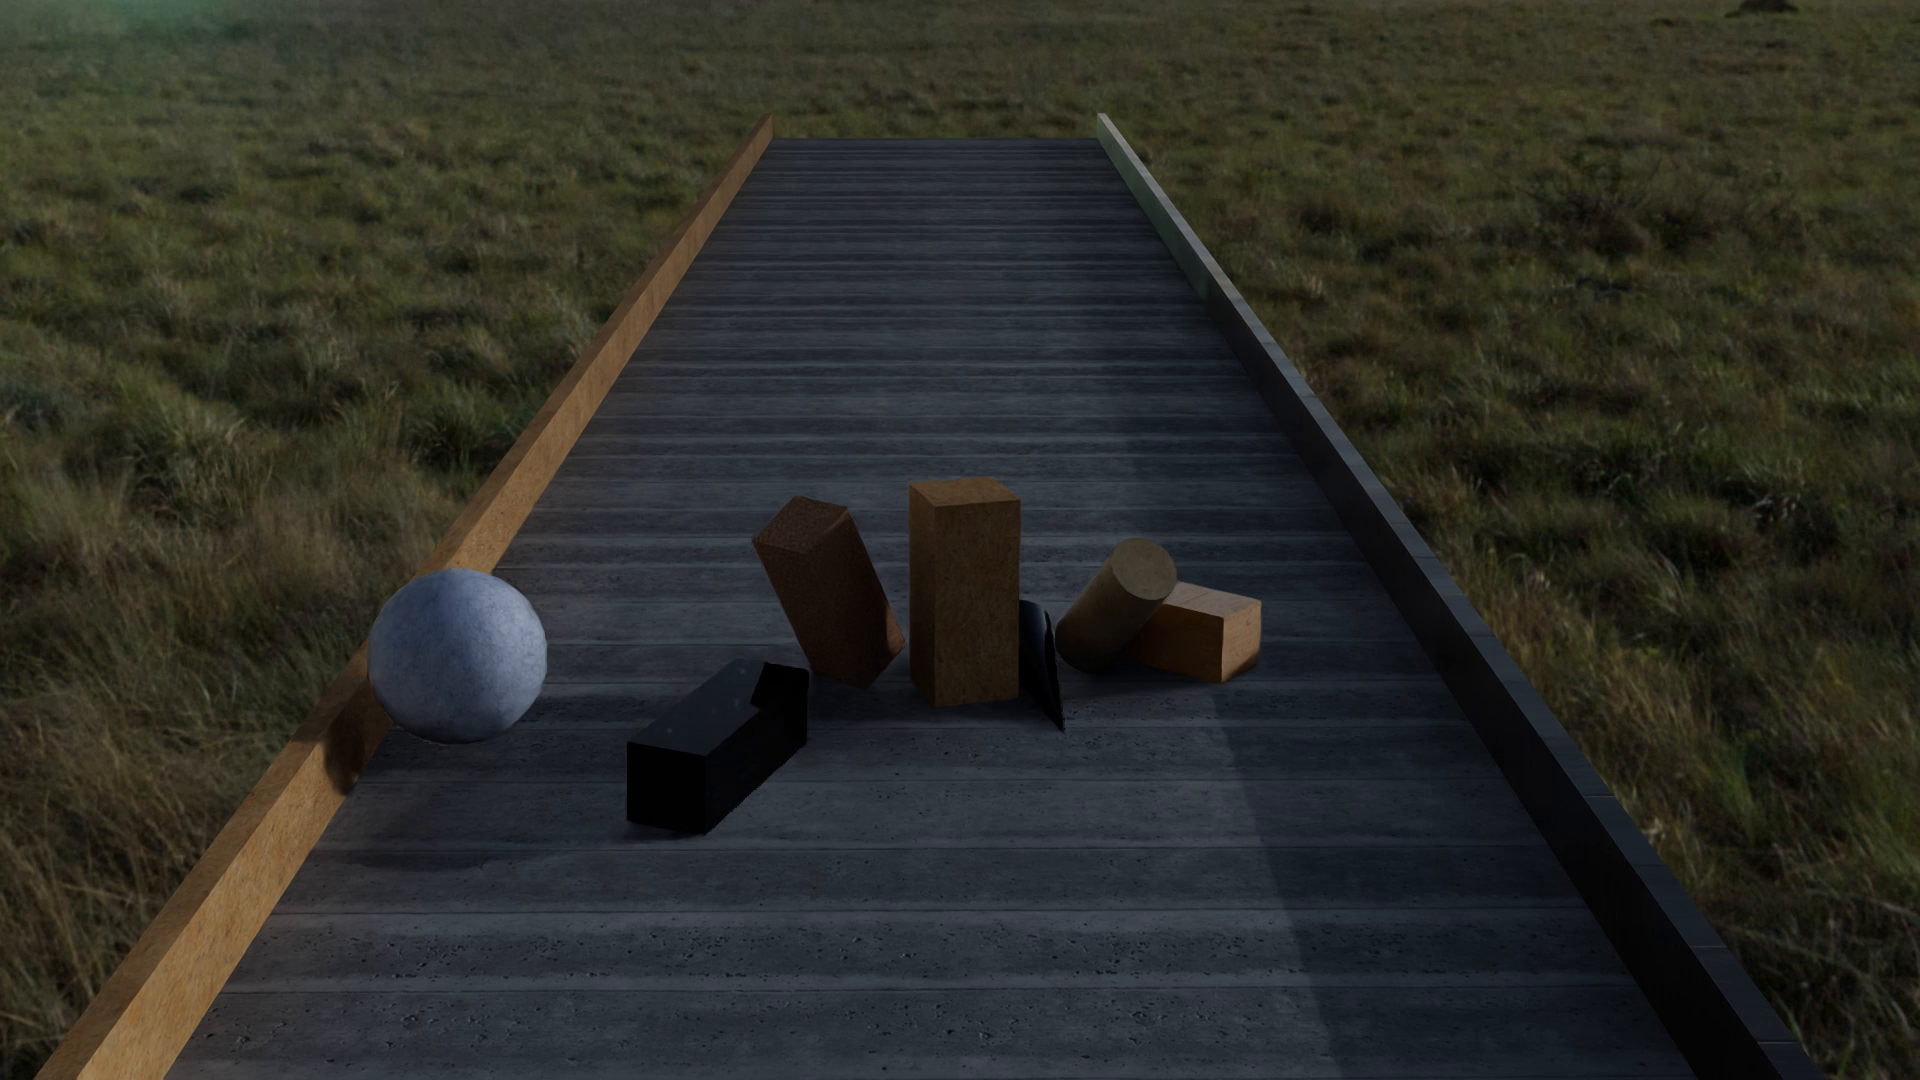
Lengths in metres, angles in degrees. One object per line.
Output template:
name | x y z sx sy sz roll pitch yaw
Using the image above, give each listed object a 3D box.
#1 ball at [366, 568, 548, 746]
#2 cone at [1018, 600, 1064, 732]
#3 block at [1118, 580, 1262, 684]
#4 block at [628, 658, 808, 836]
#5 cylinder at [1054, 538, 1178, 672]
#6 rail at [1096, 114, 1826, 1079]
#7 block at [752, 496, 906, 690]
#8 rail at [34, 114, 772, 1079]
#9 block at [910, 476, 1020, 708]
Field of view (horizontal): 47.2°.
ball | -0.865 0.201 3.792 0.304 0.304 0.304 0 17 0
cone | 0.153 0.268 4.206 0.136 0.136 0.402 -3 27 -11
block | 0.435 0.173 4.402 0.302 0.138 0.138 13 21 37
block | -0.411 0.349 3.795 0.141 0.141 0.431 8 18 17
cylinder | 0.298 0.129 4.253 0.134 0.303 0.134 10 57 -16
rail | 0.932 -0.844 7.801 0.050 0.150 12.000 0 17 -1
block | -0.248 0.103 4.221 0.136 0.354 0.136 13 49 38
rail | -1.118 -0.838 7.780 0.050 0.150 12.000 0 17 -1
block | 0.007 0.097 4.200 0.167 0.396 0.167 -5 18 -17
